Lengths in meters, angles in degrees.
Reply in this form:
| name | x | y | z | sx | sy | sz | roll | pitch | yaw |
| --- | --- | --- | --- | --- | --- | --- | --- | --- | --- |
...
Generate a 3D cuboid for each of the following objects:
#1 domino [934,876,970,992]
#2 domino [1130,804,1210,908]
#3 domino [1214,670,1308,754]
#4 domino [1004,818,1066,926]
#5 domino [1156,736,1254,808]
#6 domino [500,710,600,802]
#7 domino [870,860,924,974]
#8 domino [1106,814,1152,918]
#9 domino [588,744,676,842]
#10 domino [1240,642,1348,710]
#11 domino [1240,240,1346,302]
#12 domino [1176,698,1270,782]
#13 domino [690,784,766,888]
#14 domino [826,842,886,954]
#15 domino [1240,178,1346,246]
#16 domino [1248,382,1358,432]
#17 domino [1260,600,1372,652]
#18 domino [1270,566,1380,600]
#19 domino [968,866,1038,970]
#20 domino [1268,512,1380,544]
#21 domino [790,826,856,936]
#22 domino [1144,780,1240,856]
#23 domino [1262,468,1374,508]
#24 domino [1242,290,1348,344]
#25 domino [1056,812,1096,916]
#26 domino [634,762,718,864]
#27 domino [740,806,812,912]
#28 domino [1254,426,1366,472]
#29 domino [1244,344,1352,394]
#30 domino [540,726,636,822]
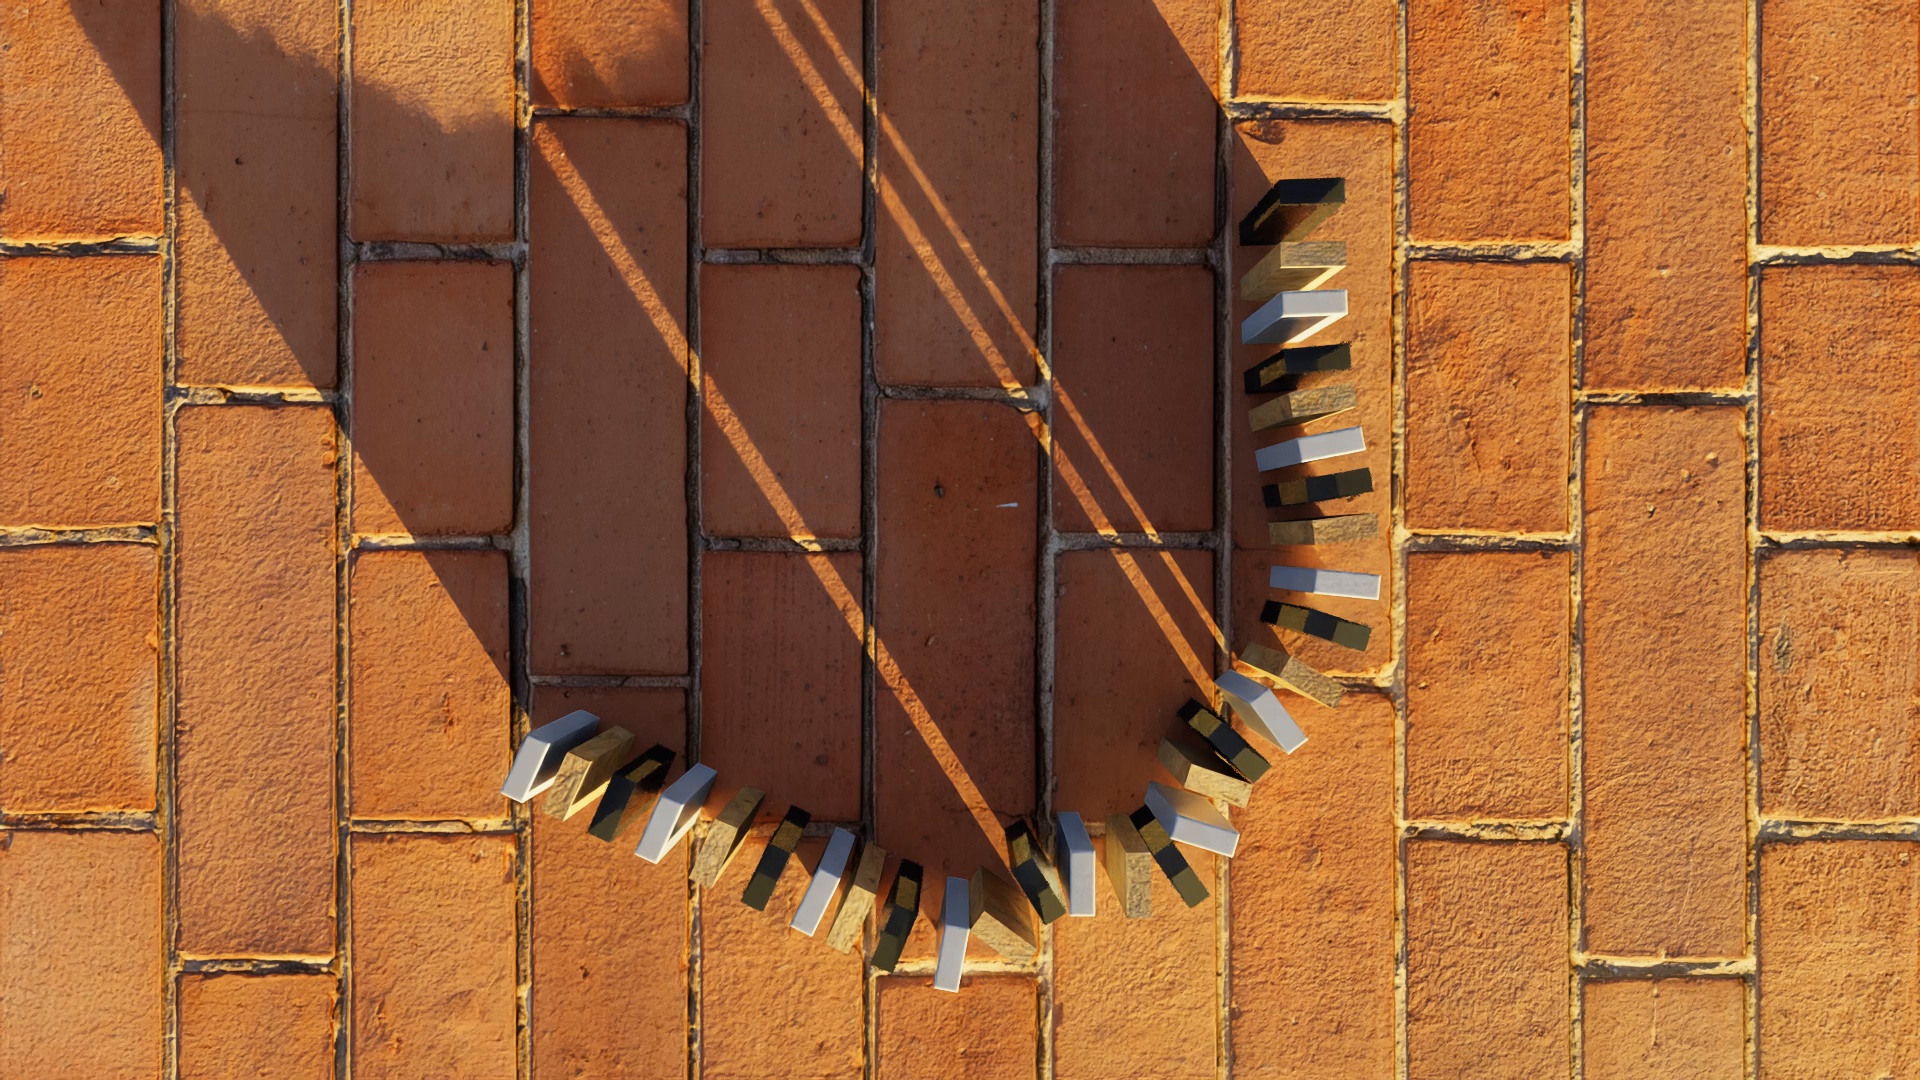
| name | x | y | z | sx | sy | sz | roll | pitch | yaw |
| --- | --- | --- | --- | --- | --- | --- | --- | --- | --- |
| domino | -0.003 | 0.160 | 0.375 | 0.009 | 0.050 | 0.025 | 11 | 90 | 0 |
| domino | 0.085 | 0.128 | 0.375 | 0.009 | 0.050 | 0.025 | -35 | 90 | 0 |
| domino | 0.122 | 0.069 | 0.375 | 0.010 | 0.050 | 0.025 | -37 | 90 | 0 |
| domino | 0.030 | 0.134 | 0.375 | 0.009 | 0.050 | 0.025 | -32 | 90 | 0 |
| domino | 0.099 | 0.094 | 0.375 | 0.025 | 0.050 | 0.010 | 19 | 90 | 0 |
| domino | -0.166 | 0.087 | 0.375 | 0.010 | 0.050 | 0.025 | 25 | 90 | 0 |
| domino | -0.025 | 0.152 | 0.375 | 0.010 | 0.050 | 0.025 | 23 | 90 | 0 |
| domino | 0.068 | 0.132 | 0.375 | 0.010 | 0.050 | 0.025 | -1 | 90 | 0 |
| domino | -0.133 | 0.102 | 0.375 | 0.010 | 0.050 | 0.025 | 24 | 90 | 0 |
| domino | 0.135 | 0.055 | 0.375 | 0.025 | 0.050 | 0.009 | 30 | 90 | 0 |
| domino | 0.135 | -0.109 | 0.375 | 0.025 | 0.050 | 0.010 | -1 | 90 | 0 |
| domino | 0.107 | 0.081 | 0.375 | 0.025 | 0.050 | 0.010 | 44 | 90 | 0 |
| domino | -0.094 | 0.120 | 0.375 | 0.009 | 0.050 | 0.025 | 24 | 90 | 0 |
| domino | -0.042 | 0.145 | 0.375 | 0.009 | 0.050 | 0.025 | 26 | 90 | 0 |
| domino | 0.135 | -0.133 | 0.375 | 0.025 | 0.050 | 0.009 | -2 | 90 | 0 |
| domino | 0.139 | -0.054 | 0.375 | 0.025 | 0.050 | 0.009 | -9 | 90 | 0 |
| domino | 0.144 | 0.034 | 0.375 | 0.025 | 0.050 | 0.010 | 18 | 90 | 0 |
| domino | 0.148 | 0.017 | 0.375 | 0.025 | 0.050 | 0.010 | 6 | 90 | 0 |
| domino | 0.017 | 0.153 | 0.375 | 0.025 | 0.050 | 0.009 | 36 | 90 | 0 |
| domino | 0.148 | -0.004 | 0.375 | 0.025 | 0.050 | 0.009 | -7 | 90 | 0 |
| domino | -0.055 | 0.138 | 0.375 | 0.010 | 0.050 | 0.025 | 26 | 90 | 0 |
| domino | 0.094 | 0.113 | 0.375 | 0.025 | 0.050 | 0.009 | 17 | 90 | 0 |
| domino | 0.145 | -0.021 | 0.375 | 0.025 | 0.050 | 0.009 | -10 | 90 | 0 |
| domino | 0.135 | -0.091 | 0.375 | 0.025 | 0.050 | 0.009 | -2 | 90 | 0 |
| domino | 0.047 | 0.131 | 0.375 | 0.009 | 0.050 | 0.025 | 0 | 90 | 0 |
| domino | -0.115 | 0.110 | 0.375 | 0.009 | 0.050 | 0.025 | 24 | 90 | 0 |
| domino | -0.074 | 0.129 | 0.375 | 0.009 | 0.050 | 0.025 | 26 | 90 | 0 |
| domino | 0.142 | -0.037 | 0.375 | 0.025 | 0.050 | 0.010 | -11 | 90 | 0 |
| domino | 0.137 | -0.069 | 0.375 | 0.025 | 0.050 | 0.009 | -5 | 90 | 0 |
| domino | -0.151 | 0.094 | 0.375 | 0.009 | 0.050 | 0.025 | 25 | 90 | 0 |
